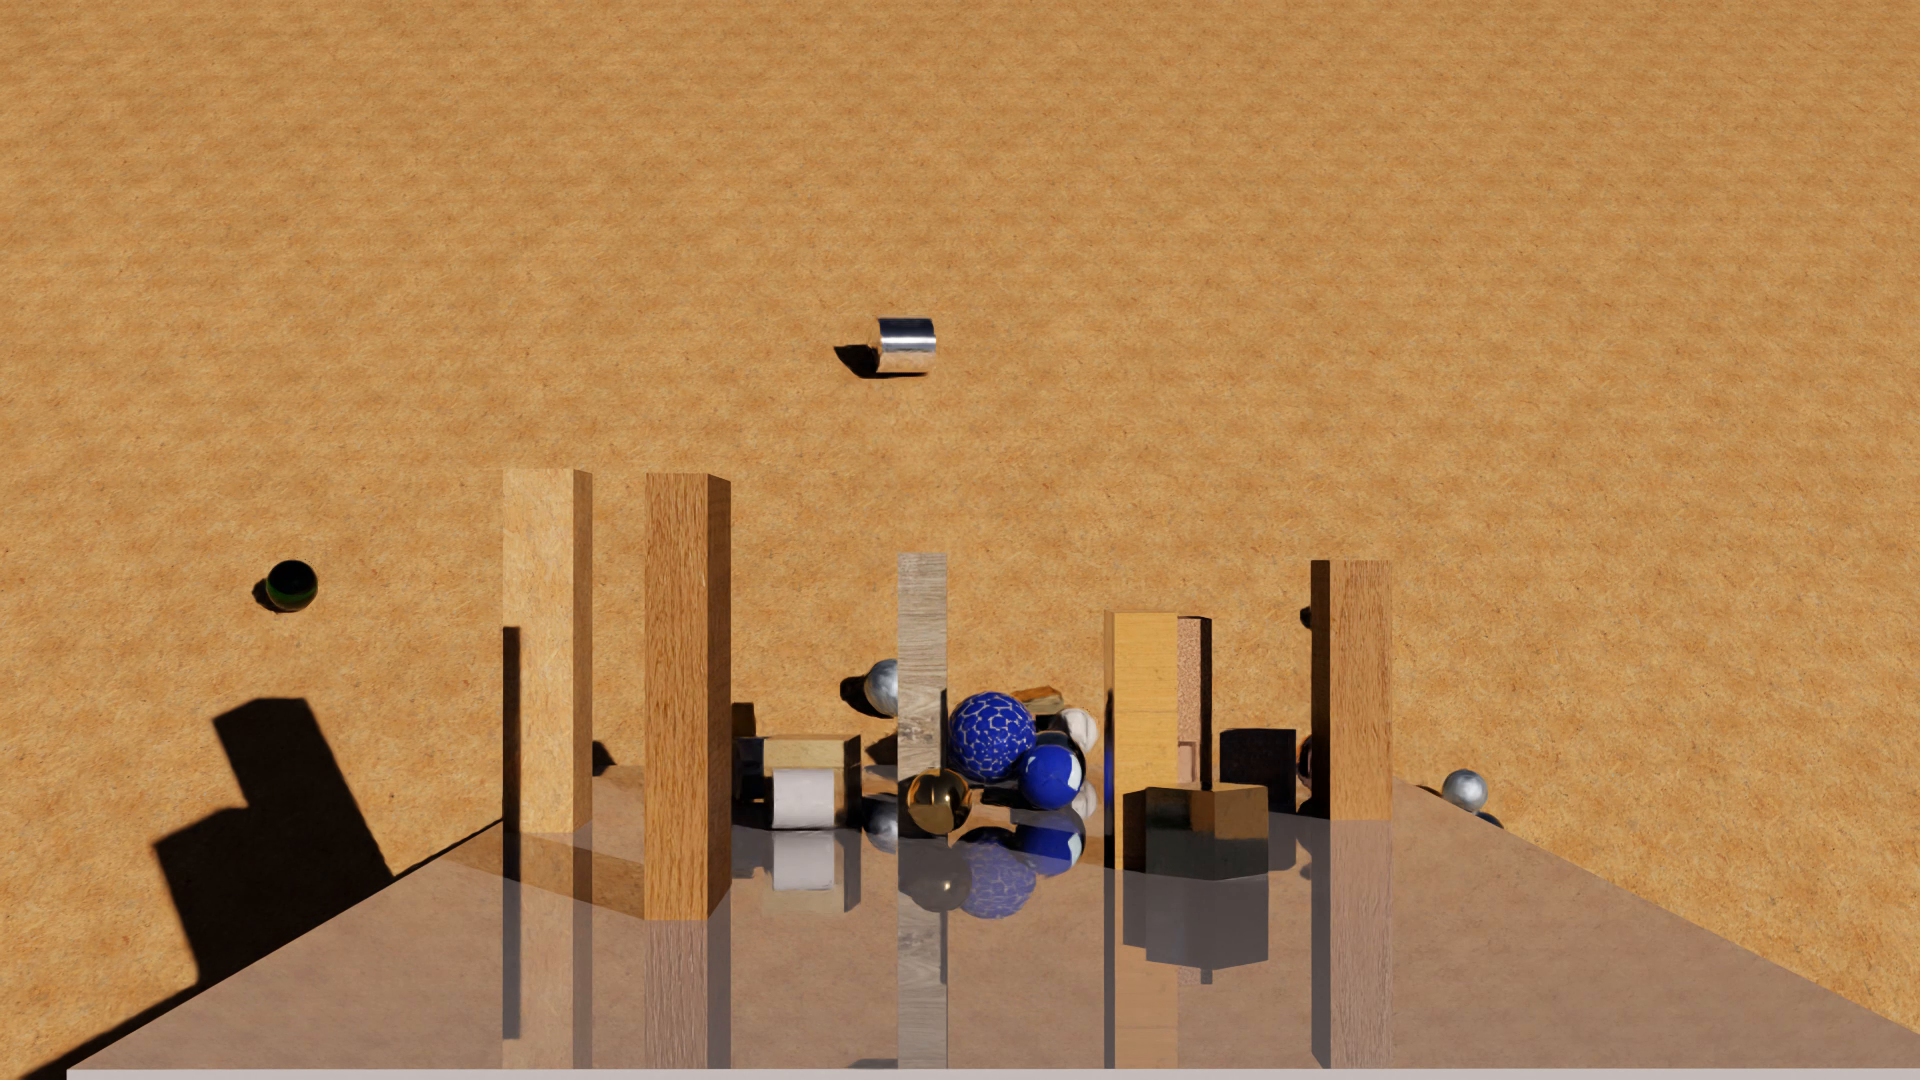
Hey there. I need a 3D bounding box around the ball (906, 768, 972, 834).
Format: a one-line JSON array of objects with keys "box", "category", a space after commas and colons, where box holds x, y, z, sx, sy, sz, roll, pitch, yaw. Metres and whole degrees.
[{"box": [-0.040, 0.494, 4.904, 0.126, 0.126, 0.126, 0, 31, 0], "category": "ball"}]

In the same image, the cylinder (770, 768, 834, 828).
[{"box": [-0.311, 0.510, 5.100, 0.118, 0.118, 0.118, 1, 31, -7], "category": "cylinder"}]

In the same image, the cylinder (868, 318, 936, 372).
[{"box": [-0.196, -0.653, 8.686, 0.186, 0.186, 0.186, -1, 31, -16], "category": "cylinder"}]

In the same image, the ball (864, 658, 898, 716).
[{"box": [-0.182, 0.398, 7.012, 0.155, 0.155, 0.155, 0, 31, 0], "category": "ball"}]

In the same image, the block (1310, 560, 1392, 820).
[{"box": [0.819, 0.307, 5.432, 0.127, 0.530, 0.288, 0, 0, 0], "category": "block"}]

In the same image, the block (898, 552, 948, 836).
[{"box": [-0.073, 0.298, 5.146, 0.094, 0.545, 0.355, 0, 0, 0], "category": "block"}]

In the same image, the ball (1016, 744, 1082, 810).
[{"box": [0.190, 0.503, 5.496, 0.140, 0.140, 0.140, 0, 31, 0], "category": "ball"}]

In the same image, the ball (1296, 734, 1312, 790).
[{"box": [0.829, 0.503, 5.871, 0.145, 0.145, 0.145, 0, 31, 0], "category": "ball"}]

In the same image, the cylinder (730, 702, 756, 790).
[{"box": [-0.577, 0.475, 5.948, 0.201, 0.201, 0.201, 0, 31, -9], "category": "cylinder"}]

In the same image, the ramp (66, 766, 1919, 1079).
[{"box": [0.070, 0.616, 4.694, 2.000, 0.100, 4.000, 0, 0, 0], "category": "ramp"}]

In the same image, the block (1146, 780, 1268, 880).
[{"box": [0.418, 0.490, 4.382, 0.147, 0.147, 0.147, 0, -1, 44], "category": "block"}]

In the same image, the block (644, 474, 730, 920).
[{"box": [-0.419, 0.232, 4.014, 0.093, 0.658, 0.394, 0, 0, 0], "category": "block"}]

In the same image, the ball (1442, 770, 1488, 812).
[{"box": [1.281, 0.640, 6.576, 0.117, 0.117, 0.117, 0, 31, 0], "category": "ball"}]

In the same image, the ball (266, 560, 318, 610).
[{"box": [-1.924, 0.130, 7.460, 0.149, 0.149, 0.149, 0, 31, 0], "category": "ball"}]

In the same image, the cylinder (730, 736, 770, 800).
[{"box": [-0.428, 0.501, 5.709, 0.138, 0.138, 0.138, -2, 31, -17], "category": "cylinder"}]

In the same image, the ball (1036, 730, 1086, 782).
[{"box": [0.200, 0.497, 5.702, 0.156, 0.156, 0.156, 0, 31, 0], "category": "ball"}]

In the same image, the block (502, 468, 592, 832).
[{"box": [-0.822, 0.217, 5.179, 0.137, 0.708, 0.267, 0, 0, 0], "category": "block"}]

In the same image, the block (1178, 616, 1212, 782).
[{"box": [0.500, 0.375, 5.830, 0.106, 0.401, 0.294, 0, 0, 0], "category": "block"}]

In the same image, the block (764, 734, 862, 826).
[{"box": [-0.298, 0.486, 5.257, 0.171, 0.171, 0.171, 0, 0, 6], "category": "block"}]

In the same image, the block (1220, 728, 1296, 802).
[{"box": [0.663, 0.500, 5.761, 0.150, 0.150, 0.150, 0, 0, 15], "category": "block"}]

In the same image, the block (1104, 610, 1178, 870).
[{"box": [0.319, 0.346, 4.609, 0.107, 0.439, 0.333, 0, 0, 0], "category": "block"}]

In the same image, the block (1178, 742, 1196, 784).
[{"box": [0.438, 0.506, 5.591, 0.134, 0.134, 0.134, 0, 0, 10], "category": "block"}]

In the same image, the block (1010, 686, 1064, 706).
[{"box": [0.208, 0.463, 6.914, 0.113, 0.113, 0.113, -10, 11, -15], "category": "block"}]

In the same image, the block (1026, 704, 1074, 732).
[{"box": [0.242, 0.510, 6.801, 0.129, 0.129, 0.129, -1, 8, -15], "category": "block"}]

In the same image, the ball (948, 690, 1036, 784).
[{"box": [0.066, 0.427, 5.607, 0.202, 0.202, 0.202, 0, 31, 0], "category": "ball"}]

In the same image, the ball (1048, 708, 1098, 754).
[{"box": [0.290, 0.497, 6.676, 0.130, 0.130, 0.130, 0, 31, 0], "category": "ball"}]

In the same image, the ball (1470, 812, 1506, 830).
[{"box": [1.298, 0.743, 6.467, 0.132, 0.132, 0.132, 0, 31, 0], "category": "ball"}]
